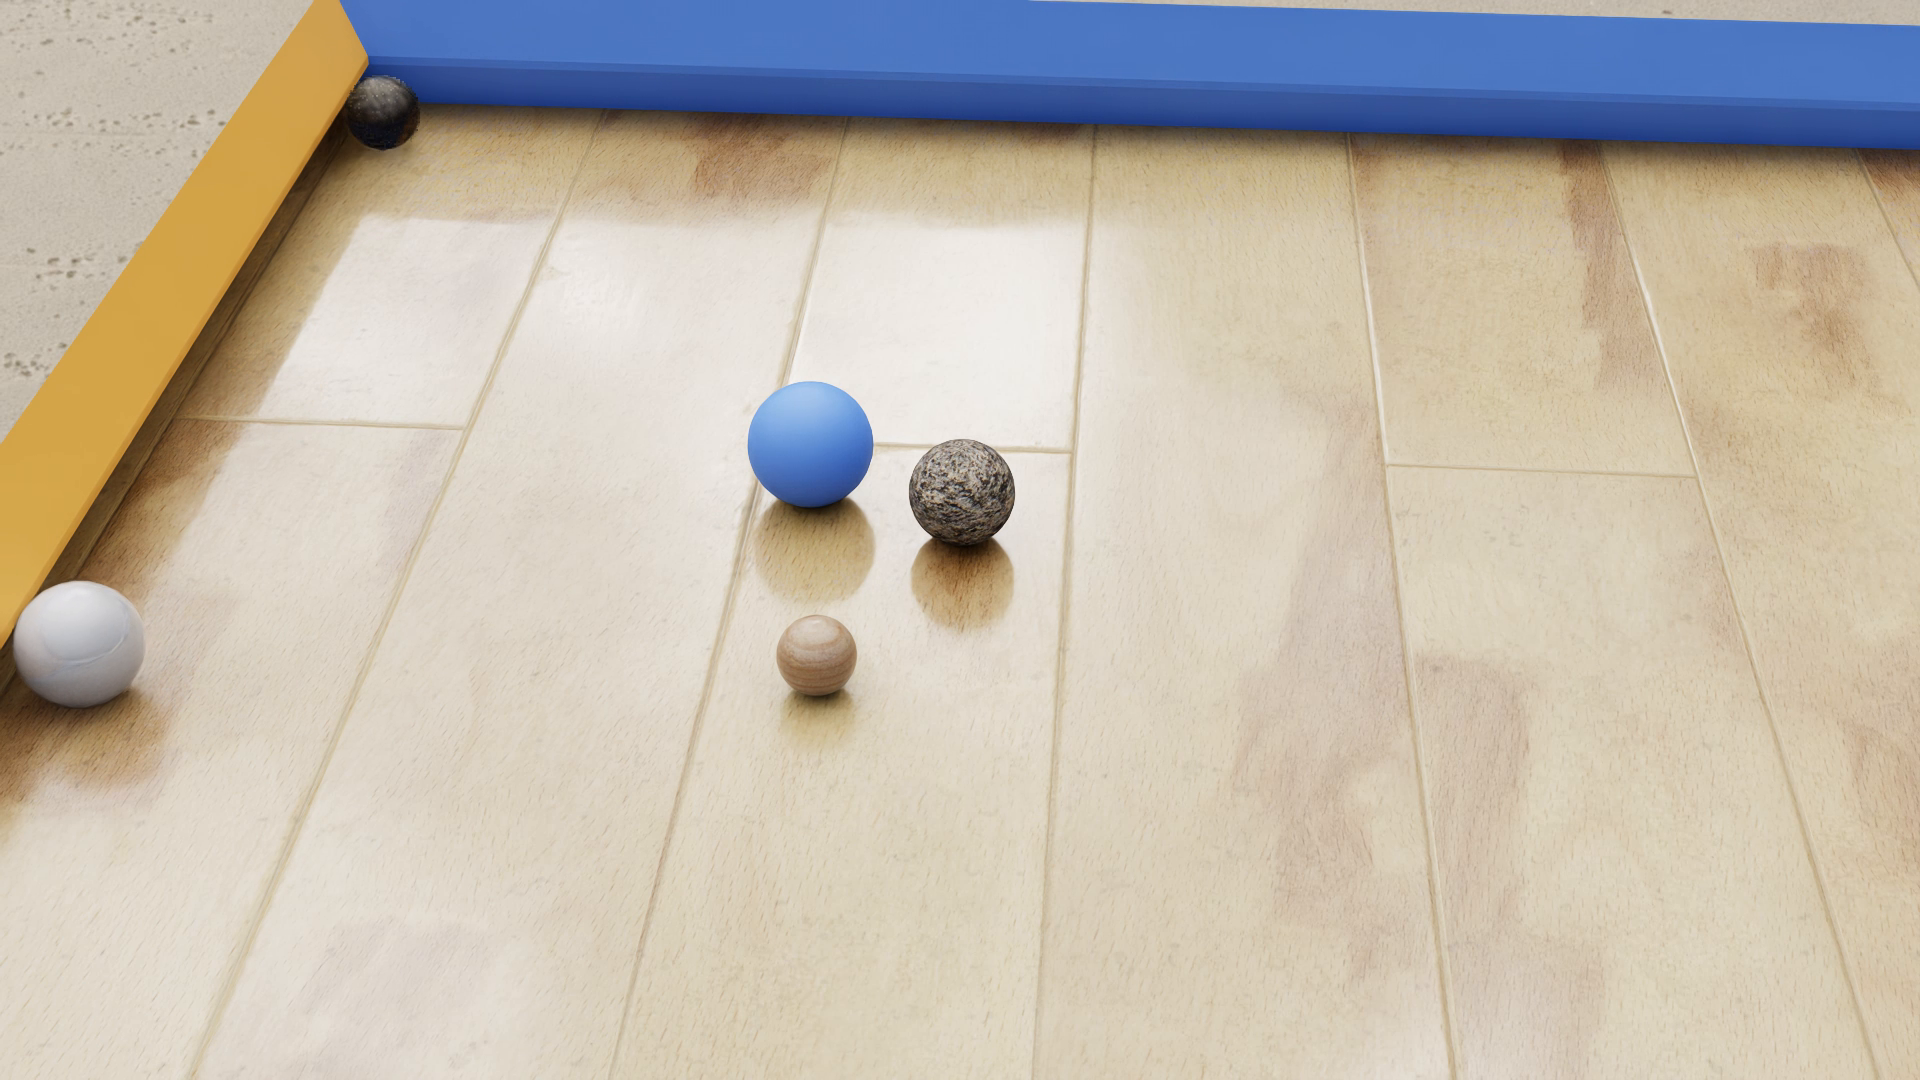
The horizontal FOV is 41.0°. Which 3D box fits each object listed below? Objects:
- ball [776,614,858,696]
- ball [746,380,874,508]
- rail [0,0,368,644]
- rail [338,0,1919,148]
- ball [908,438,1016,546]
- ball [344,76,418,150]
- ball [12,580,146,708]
[{"bbox_3d":[-0.101,0.082,1.814,0.058,0.058,0.058,0,35,0],"label":"ball"},{"bbox_3d":[-0.117,-0.075,2.004,0.099,0.099,0.099,0,35,0],"label":"ball"},{"bbox_3d":[-0.668,-0.047,1.936,0.045,0.128,1.618,2,35,3],"label":"rail"},{"bbox_3d":[0.748,-0.437,2.500,2.773,0.128,0.045,2,35,3],"label":"rail"},{"bbox_3d":[0.002,-0.036,1.963,0.082,0.082,0.082,0,35,0],"label":"ball"},{"bbox_3d":[-0.570,-0.420,2.529,0.071,0.071,0.071,0,35,0],"label":"ball"},{"bbox_3d":[-0.617,0.073,1.799,0.089,0.089,0.089,0,35,0],"label":"ball"}]
